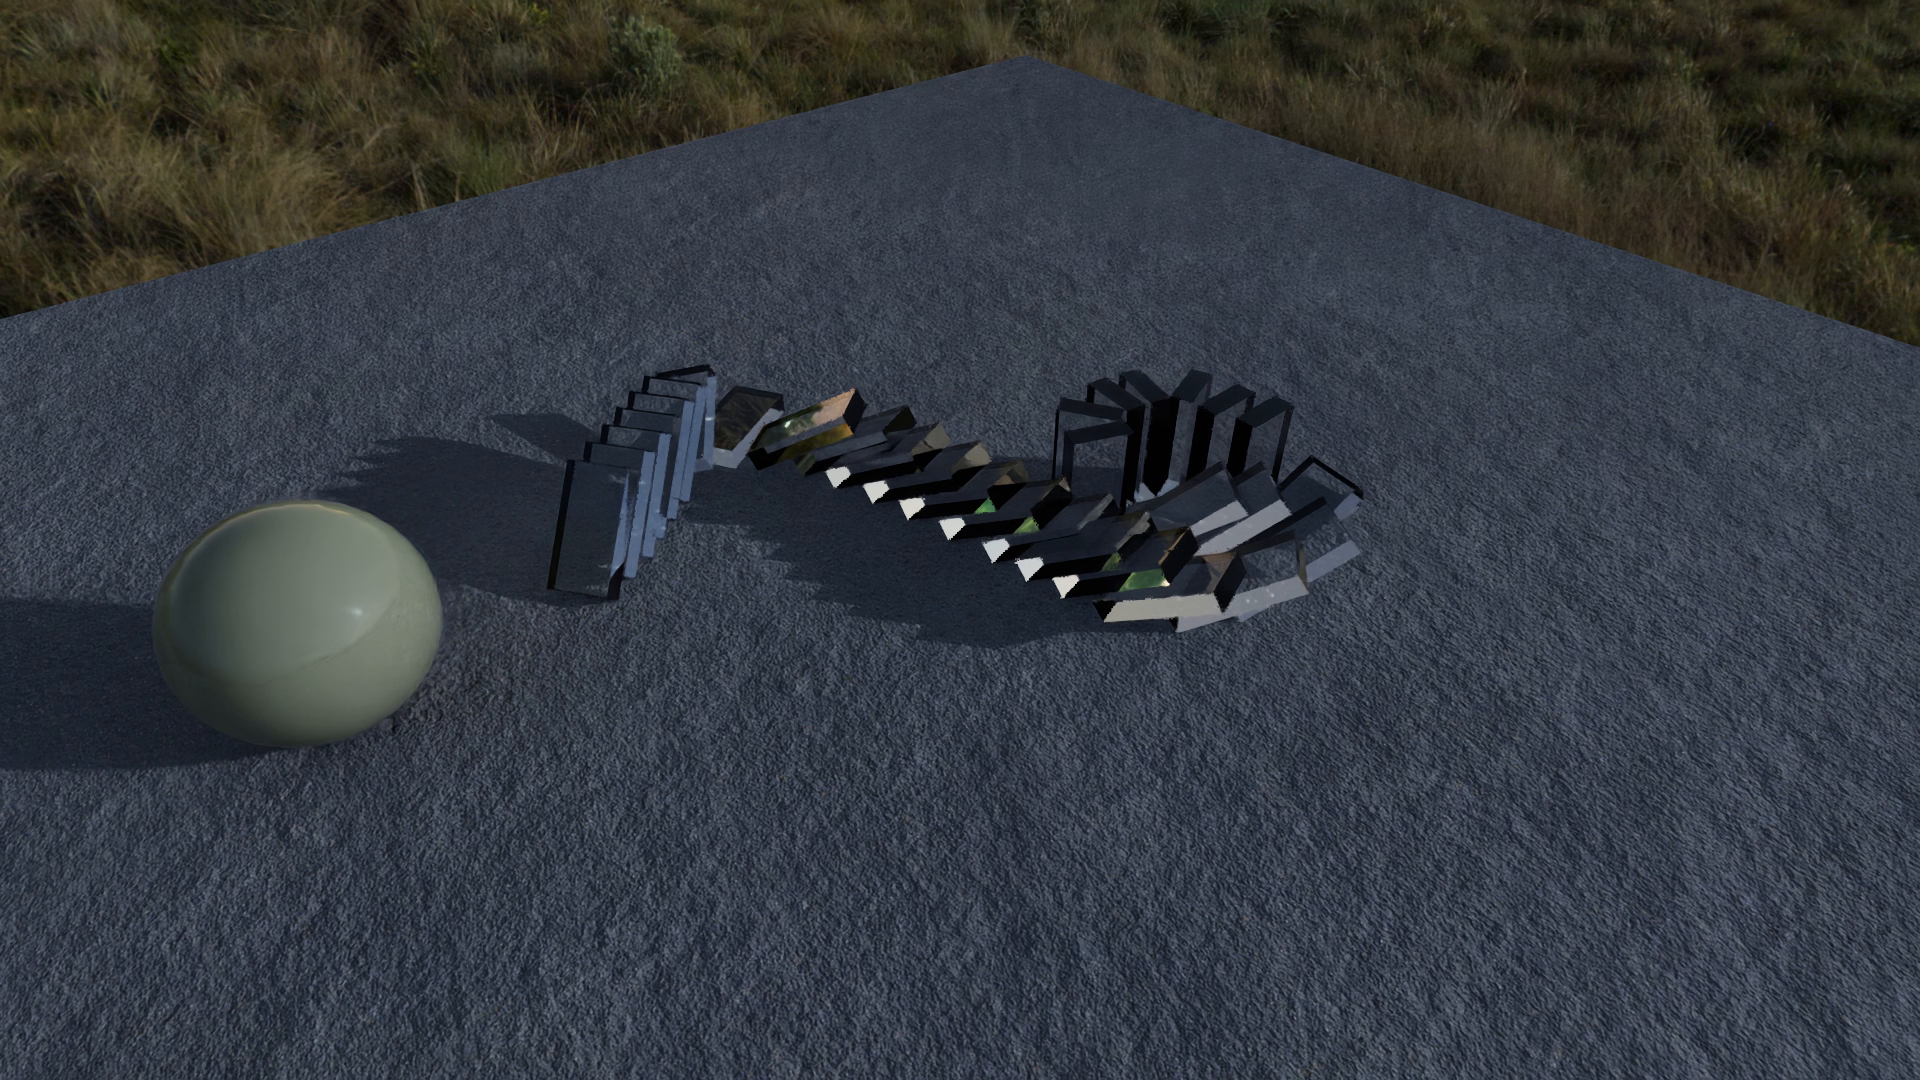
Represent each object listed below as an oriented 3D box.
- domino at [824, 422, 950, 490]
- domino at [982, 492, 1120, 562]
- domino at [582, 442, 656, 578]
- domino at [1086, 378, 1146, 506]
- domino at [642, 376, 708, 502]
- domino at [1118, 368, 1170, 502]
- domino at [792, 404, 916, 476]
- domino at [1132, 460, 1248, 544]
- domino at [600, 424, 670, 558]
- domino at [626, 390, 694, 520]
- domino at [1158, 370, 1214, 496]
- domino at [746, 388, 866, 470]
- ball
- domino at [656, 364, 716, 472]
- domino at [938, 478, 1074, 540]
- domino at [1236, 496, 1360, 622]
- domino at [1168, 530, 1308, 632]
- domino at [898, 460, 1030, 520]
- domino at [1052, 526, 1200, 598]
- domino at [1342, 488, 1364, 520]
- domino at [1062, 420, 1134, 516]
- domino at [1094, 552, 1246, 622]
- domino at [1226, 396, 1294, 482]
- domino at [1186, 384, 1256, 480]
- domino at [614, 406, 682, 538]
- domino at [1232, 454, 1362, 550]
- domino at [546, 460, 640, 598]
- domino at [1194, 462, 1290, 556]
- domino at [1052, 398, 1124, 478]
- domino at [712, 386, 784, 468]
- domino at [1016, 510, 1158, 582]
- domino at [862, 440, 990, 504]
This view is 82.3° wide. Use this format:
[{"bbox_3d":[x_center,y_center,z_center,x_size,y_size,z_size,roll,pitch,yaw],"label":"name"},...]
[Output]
[{"bbox_3d":[-0.031,-0.036,0.469,0.050,0.009,0.025,-8,29,39],"label":"domino"},{"bbox_3d":[0.035,-0.005,0.428,0.050,0.010,0.025,-11,24,47],"label":"domino"},{"bbox_3d":[-0.137,-0.012,0.431,0.025,0.050,0.009,8,-2,10],"label":"domino"},{"bbox_3d":[0.063,-0.040,0.460,0.010,0.050,0.025,-22,44,-25],"label":"domino"},{"bbox_3d":[-0.125,-0.043,0.469,0.025,0.050,0.009,8,-2,10],"label":"domino"},{"bbox_3d":[0.075,-0.044,0.465,0.010,0.050,0.025,-15,42,-18],"label":"domino"},{"bbox_3d":[-0.046,-0.043,0.476,0.050,0.010,0.025,-12,26,33],"label":"domino"},{"bbox_3d":[0.085,-0.008,0.431,0.050,0.010,0.025,-32,35,20],"label":"domino"},{"bbox_3d":[-0.133,-0.020,0.440,0.025,0.050,0.009,8,-2,10],"label":"domino"},{"bbox_3d":[-0.128,-0.035,0.460,0.025,0.050,0.009,8,-2,10],"label":"domino"},{"bbox_3d":[0.095,-0.044,0.465,0.010,0.050,0.025,20,43,23],"label":"domino"},{"bbox_3d":[-0.067,-0.049,0.484,0.050,0.009,0.025,-18,30,22],"label":"domino"},{"bbox_3d":[-0.211,0.027,0.355,0.080,0.080,0.080,0,39,0],"label":"ball"},{"bbox_3d":[-0.123,-0.053,0.489,0.025,0.009,0.050,-9,62,9],"label":"domino"},{"bbox_3d":[0.018,-0.012,0.439,0.050,0.009,0.025,-6,27,46],"label":"domino"},{"bbox_3d":[0.121,0.007,0.413,0.050,0.010,0.025,-33,40,15],"label":"domino"},{"bbox_3d":[0.101,0.015,0.404,0.050,0.010,0.025,-21,33,27],"label":"domino"},{"bbox_3d":[0.001,-0.020,0.450,0.050,0.010,0.025,-4,28,44],"label":"domino"},{"bbox_3d":[0.062,0.009,0.412,0.050,0.009,0.025,-11,24,46],"label":"domino"},{"bbox_3d":[0.143,-0.013,0.459,0.050,0.009,0.025,-30,48,-31],"label":"domino"},{"bbox_3d":[0.054,-0.022,0.438,0.025,0.050,0.009,-12,41,-14],"label":"domino"},{"bbox_3d":[0.076,0.017,0.403,0.050,0.010,0.025,-8,28,41],"label":"domino"},{"bbox_3d":[0.121,-0.031,0.450,0.025,0.050,0.009,-29,47,-31],"label":"domino"},{"bbox_3d":[0.107,-0.037,0.457,0.025,0.050,0.009,-29,48,-31],"label":"domino"},{"bbox_3d":[-0.131,-0.028,0.450,0.025,0.050,0.010,8,-2,10],"label":"domino"},{"bbox_3d":[0.130,-0.008,0.434,0.050,0.009,0.025,-43,49,-2],"label":"domino"},{"bbox_3d":[-0.141,-0.004,0.421,0.025,0.050,0.009,8,-2,10],"label":"domino"},{"bbox_3d":[0.101,-0.007,0.430,0.050,0.010,0.025,-33,34,19],"label":"domino"},{"bbox_3d":[0.051,-0.032,0.451,0.025,0.050,0.010,12,41,15],"label":"domino"},{"bbox_3d":[-0.104,-0.053,0.508,0.025,0.010,0.050,12,41,15],"label":"domino"},{"bbox_3d":[0.048,0.003,0.419,0.050,0.009,0.025,-10,24,47],"label":"domino"},{"bbox_3d":[-0.014,-0.028,0.459,0.050,0.009,0.025,-6,28,42],"label":"domino"}]
